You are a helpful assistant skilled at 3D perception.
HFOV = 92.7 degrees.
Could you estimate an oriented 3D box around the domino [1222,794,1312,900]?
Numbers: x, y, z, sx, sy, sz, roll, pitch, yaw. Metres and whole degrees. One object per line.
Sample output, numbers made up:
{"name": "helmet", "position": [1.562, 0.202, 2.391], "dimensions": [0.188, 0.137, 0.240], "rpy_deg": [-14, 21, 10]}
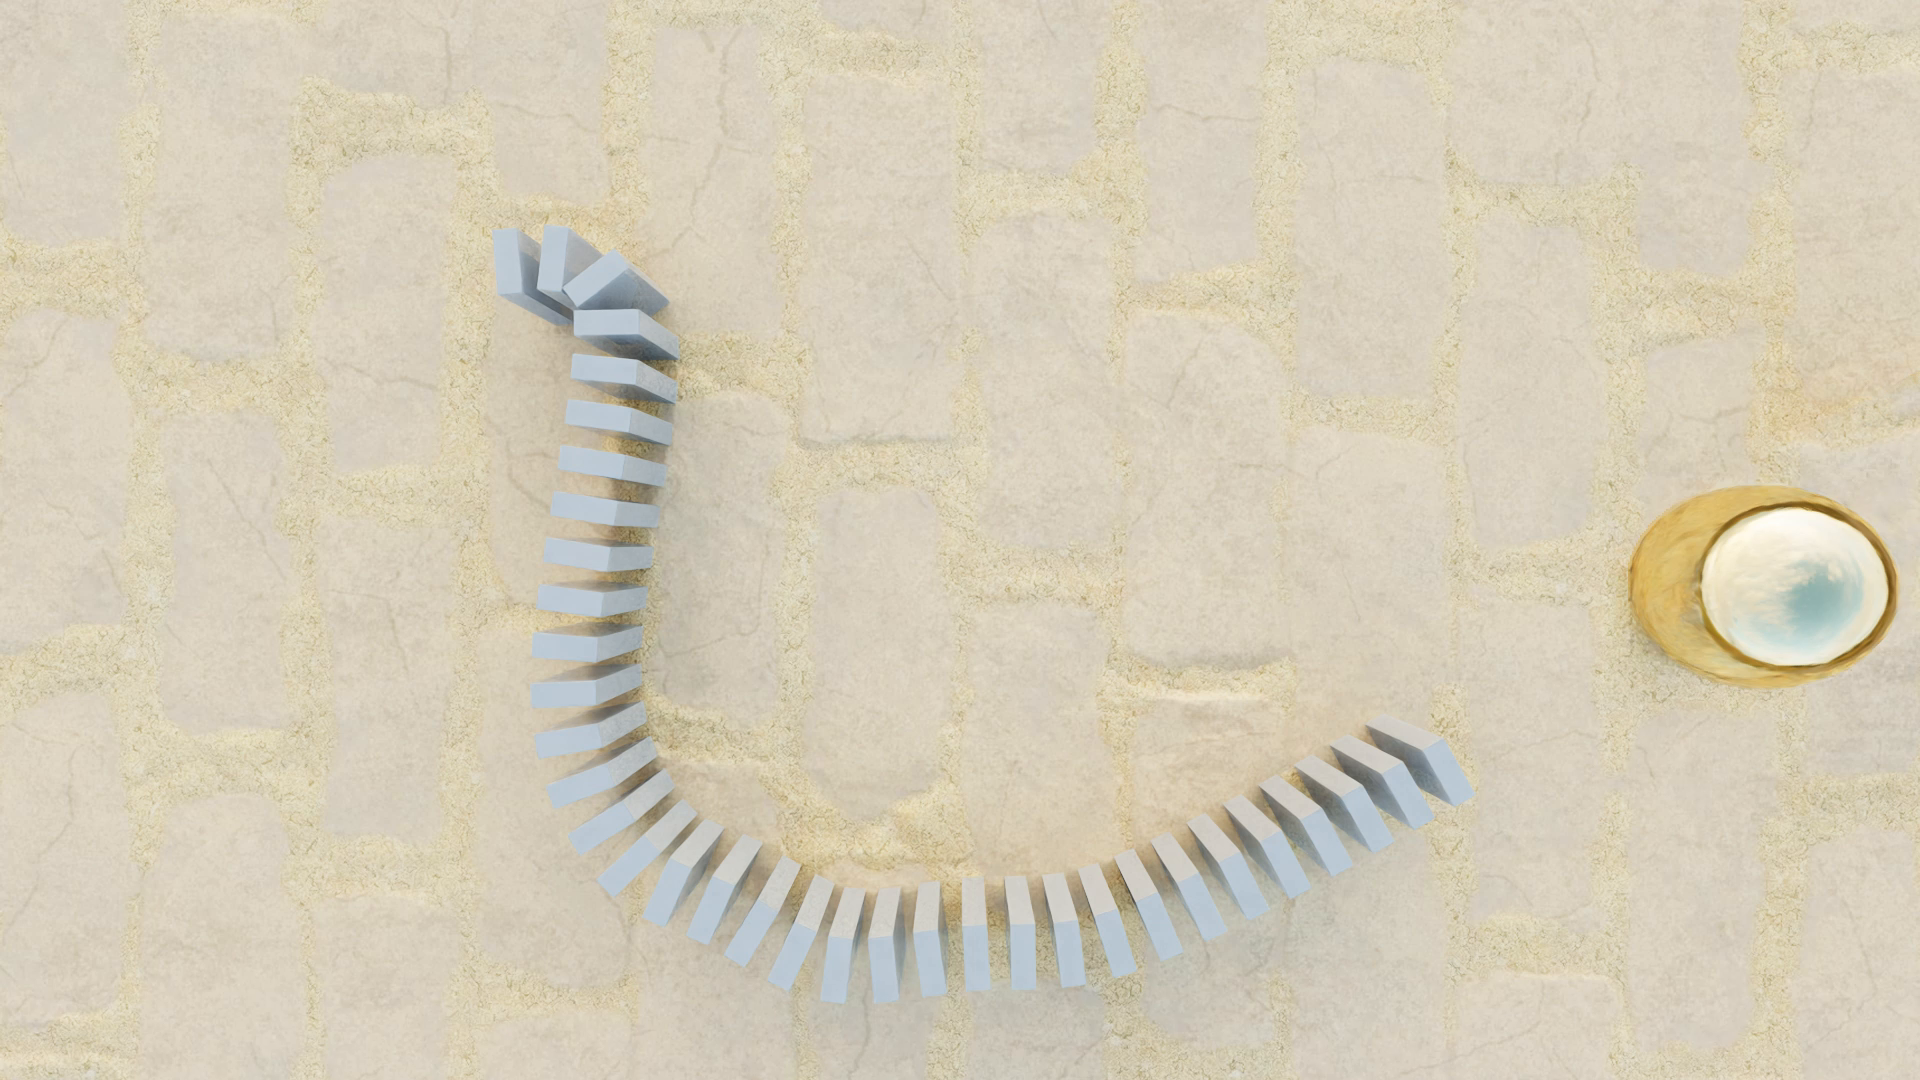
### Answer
{"name": "domino", "position": [0.124, 0.124, 0.375], "dimensions": [0.010, 0.050, 0.025], "rpy_deg": [-28, 90, 0]}

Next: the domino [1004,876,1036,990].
{"name": "domino", "position": [0.024, 0.159, 0.375], "dimensions": [0.010, 0.050, 0.025], "rpy_deg": [-1, 90, 0]}

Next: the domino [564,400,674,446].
{"name": "domino", "position": [-0.138, -0.047, 0.375], "dimensions": [0.025, 0.050, 0.010], "rpy_deg": [8, 90, 0]}

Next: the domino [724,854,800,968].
{"name": "domino", "position": [-0.080, 0.150, 0.375], "dimensions": [0.009, 0.050, 0.025], "rpy_deg": [31, 90, 0]}

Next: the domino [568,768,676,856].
{"name": "domino", "position": [-0.137, 0.110, 0.375], "dimensions": [0.025, 0.050, 0.010], "rpy_deg": [-32, 90, 0]}

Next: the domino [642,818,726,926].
{"name": "domino", "position": [-0.112, 0.135, 0.375], "dimensions": [0.010, 0.050, 0.025], "rpy_deg": [25, 90, 0]}

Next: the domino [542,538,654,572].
{"name": "domino", "position": [-0.146, 0.006, 0.375], "dimensions": [0.025, 0.050, 0.009], "rpy_deg": [9, 90, 0]}

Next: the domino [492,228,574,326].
{"name": "domino", "position": [-0.173, -0.106, 0.375], "dimensions": [0.009, 0.050, 0.025], "rpy_deg": [-5, 90, 0]}

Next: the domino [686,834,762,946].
{"name": "domino", "position": [-0.095, 0.142, 0.375], "dimensions": [0.010, 0.050, 0.025], "rpy_deg": [24, 90, 0]}

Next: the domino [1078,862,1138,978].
{"name": "domino", "position": [0.060, 0.154, 0.375], "dimensions": [0.010, 0.050, 0.025], "rpy_deg": [-18, 90, 0]}

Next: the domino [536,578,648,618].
{"name": "domino", "position": [-0.149, 0.023, 0.375], "dimensions": [0.025, 0.050, 0.010], "rpy_deg": [8, 90, 0]}

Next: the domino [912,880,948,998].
{"name": "domino", "position": [-0.011, 0.162, 0.375], "dimensions": [0.009, 0.050, 0.025], "rpy_deg": [-8, 90, 0]}

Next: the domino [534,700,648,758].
{"name": "domino", "position": [-0.150, 0.077, 0.375], "dimensions": [0.025, 0.050, 0.009], "rpy_deg": [-10, 90, 0]}

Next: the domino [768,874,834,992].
{"name": "domino", "position": [-0.064, 0.159, 0.375], "dimensions": [0.009, 0.050, 0.025], "rpy_deg": [25, 90, 0]}

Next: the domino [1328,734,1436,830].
{"name": "domino", "position": [0.171, 0.098, 0.375], "dimensions": [0.010, 0.050, 0.025], "rpy_deg": [-30, 90, 0]}

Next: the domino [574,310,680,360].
{"name": "domino", "position": [-0.135, -0.083, 0.375], "dimensions": [0.025, 0.050, 0.010], "rpy_deg": [-1, 90, 0]}

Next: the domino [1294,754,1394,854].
{"name": "domino", "position": [0.156, 0.107, 0.375], "dimensions": [0.009, 0.050, 0.025], "rpy_deg": [-30, 90, 0]}

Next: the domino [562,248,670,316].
{"name": "domino", "position": [-0.139, -0.100, 0.375], "dimensions": [0.025, 0.050, 0.010], "rpy_deg": [-37, 90, 0]}

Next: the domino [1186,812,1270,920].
{"name": "domino", "position": [0.109, 0.132, 0.375], "dimensions": [0.009, 0.050, 0.025], "rpy_deg": [-27, 90, 0]}

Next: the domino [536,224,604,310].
{"name": "domino", "position": [-0.155, -0.108, 0.375], "dimensions": [0.010, 0.050, 0.025], "rpy_deg": [7, 90, 0]}

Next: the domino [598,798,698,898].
{"name": "domino", "position": [-0.127, 0.125, 0.375], "dimensions": [0.025, 0.050, 0.009], "rpy_deg": [-43, 90, 0]}

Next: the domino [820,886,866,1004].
{"name": "domino", "position": [-0.047, 0.164, 0.375], "dimensions": [0.010, 0.050, 0.025], "rpy_deg": [7, 90, 0]}

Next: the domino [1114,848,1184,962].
{"name": "domino", "position": [0.076, 0.148, 0.375], "dimensions": [0.009, 0.050, 0.025], "rpy_deg": [-23, 90, 0]}

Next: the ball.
{"name": "ball", "position": [0.312, 0.018, 0.360], "dimensions": [0.080, 0.080, 0.080], "rpy_deg": [0, 90, 0]}

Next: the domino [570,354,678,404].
{"name": "domino", "position": [-0.136, -0.065, 0.375], "dimensions": [0.025, 0.050, 0.009], "rpy_deg": [6, 90, 0]}

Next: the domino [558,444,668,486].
{"name": "domino", "position": [-0.141, -0.030, 0.375], "dimensions": [0.025, 0.050, 0.009], "rpy_deg": [9, 90, 0]}

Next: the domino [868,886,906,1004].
{"name": "domino", "position": [-0.029, 0.164, 0.375], "dimensions": [0.010, 0.050, 0.025], "rpy_deg": [-6, 90, 0]}

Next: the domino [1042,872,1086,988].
{"name": "domino", "position": [0.042, 0.158, 0.375], "dimensions": [0.009, 0.050, 0.025], "rpy_deg": [-7, 90, 0]}

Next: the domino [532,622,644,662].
{"name": "domino", "position": [-0.151, 0.041, 0.375], "dimensions": [0.025, 0.050, 0.009], "rpy_deg": [5, 90, 0]}

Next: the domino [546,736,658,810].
{"name": "domino", "position": [-0.145, 0.094, 0.375], "dimensions": [0.025, 0.050, 0.009], "rpy_deg": [-21, 90, 0]}

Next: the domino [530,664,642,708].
{"name": "domino", "position": [-0.151, 0.059, 0.375], "dimensions": [0.025, 0.050, 0.009], "rpy_deg": [-2, 90, 0]}

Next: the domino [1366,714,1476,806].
{"name": "domino", "position": [0.187, 0.089, 0.375], "dimensions": [0.010, 0.050, 0.025], "rpy_deg": [-29, 90, 0]}

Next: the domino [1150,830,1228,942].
{"name": "domino", "position": [0.093, 0.140, 0.375], "dimensions": [0.009, 0.050, 0.025], "rpy_deg": [-26, 90, 0]}

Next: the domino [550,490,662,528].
{"name": "domino", "position": [-0.144, -0.012, 0.375], "dimensions": [0.025, 0.050, 0.009], "rpy_deg": [9, 90, 0]}

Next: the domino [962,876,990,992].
{"name": "domino", "position": [0.006, 0.160, 0.375], "dimensions": [0.009, 0.050, 0.025], "rpy_deg": [-3, 90, 0]}

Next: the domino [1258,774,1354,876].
{"name": "domino", "position": [0.140, 0.116, 0.375], "dimensions": [0.010, 0.050, 0.025], "rpy_deg": [-29, 90, 0]}
